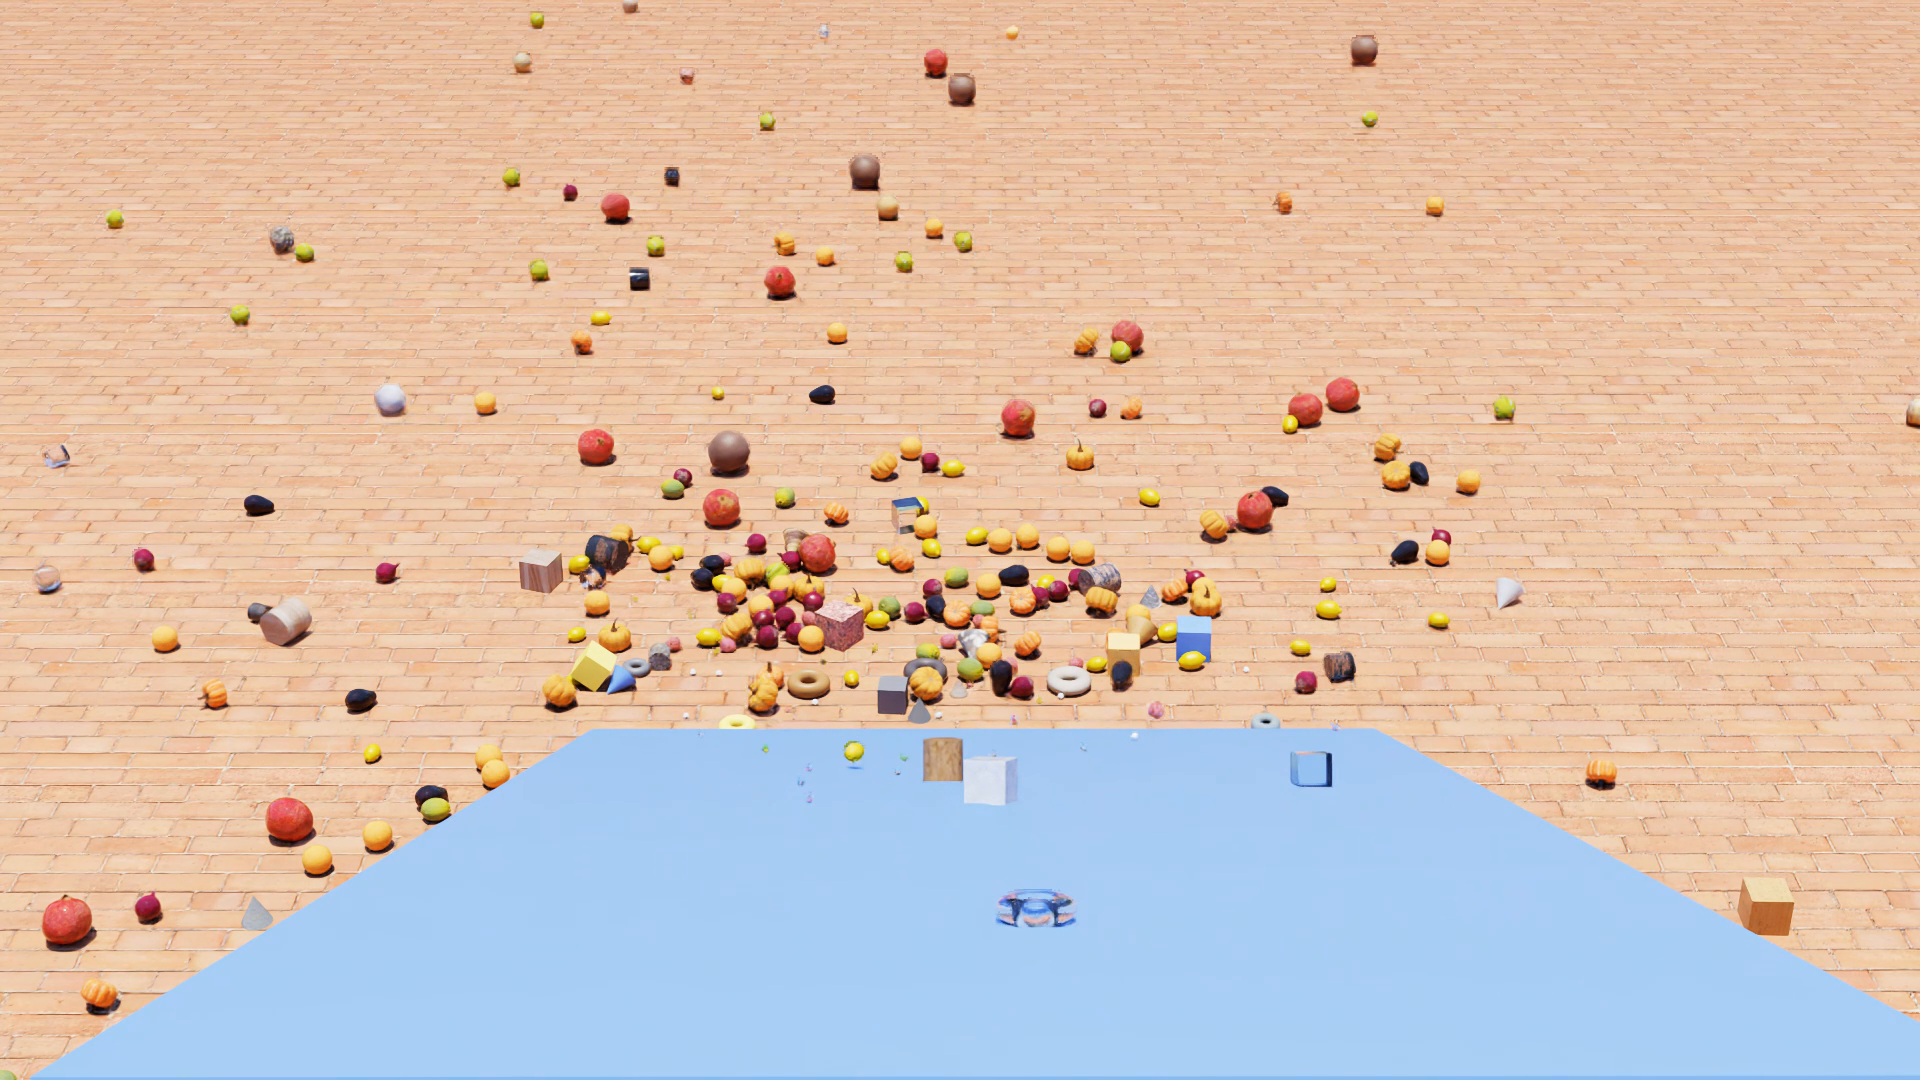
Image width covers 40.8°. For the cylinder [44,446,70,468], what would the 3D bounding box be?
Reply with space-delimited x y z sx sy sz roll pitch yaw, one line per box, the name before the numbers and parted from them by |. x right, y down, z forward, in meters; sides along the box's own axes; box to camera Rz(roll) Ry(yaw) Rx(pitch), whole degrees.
cylinder | -2.852 -0.263 8.154 0.057 0.057 0.057 24 36 38

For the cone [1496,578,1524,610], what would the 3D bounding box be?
cone | 1.548 0.167 7.351 0.085 0.085 0.085 16 58 28

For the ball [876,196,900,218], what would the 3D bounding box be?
ball | -0.282 -1.302 10.105 0.091 0.091 0.091 0 28 0

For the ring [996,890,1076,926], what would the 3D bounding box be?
ring | 0.104 0.507 3.553 0.113 0.038 0.113 -1 2 0

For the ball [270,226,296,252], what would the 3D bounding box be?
ball | -2.570 -1.142 9.797 0.093 0.093 0.093 0 28 0

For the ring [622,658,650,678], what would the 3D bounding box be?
ring | -0.880 0.347 7.021 0.078 0.026 0.078 1 28 -1

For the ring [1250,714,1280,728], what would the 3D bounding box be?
ring | 0.801 0.481 6.765 0.079 0.026 0.079 -1 28 0

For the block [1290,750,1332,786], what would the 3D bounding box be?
block | 0.718 0.467 5.277 0.067 0.067 0.067 0 1 -9

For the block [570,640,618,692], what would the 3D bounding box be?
block | -0.985 0.339 6.941 0.081 0.081 0.081 35 25 -13

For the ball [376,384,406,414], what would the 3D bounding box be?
ball | -1.871 -0.462 8.493 0.096 0.096 0.096 0 28 0

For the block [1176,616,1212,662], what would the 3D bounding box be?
block | 0.642 0.272 7.092 0.092 0.092 0.092 2 28 4

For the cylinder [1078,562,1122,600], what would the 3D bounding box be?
cylinder | 0.400 0.117 7.393 0.090 0.090 0.090 -16 32 -28

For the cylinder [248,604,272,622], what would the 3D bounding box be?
cylinder | -1.966 0.206 7.263 0.052 0.052 0.052 6 27 33

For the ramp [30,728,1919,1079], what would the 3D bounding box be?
ramp | 0.062 0.561 4.599 2.000 0.100 4.000 0 1 0

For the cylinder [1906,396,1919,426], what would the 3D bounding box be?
cylinder | 3.136 -0.415 8.412 0.087 0.087 0.087 16 31 27

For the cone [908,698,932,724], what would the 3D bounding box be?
cone | -0.107 0.441 6.801 0.064 0.064 0.064 0 28 0

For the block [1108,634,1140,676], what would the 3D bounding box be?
block | 0.444 0.313 7.023 0.085 0.085 0.085 1 28 2

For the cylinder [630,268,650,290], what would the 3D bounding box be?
cylinder | -1.173 -0.957 9.465 0.072 0.072 0.072 1 27 -8

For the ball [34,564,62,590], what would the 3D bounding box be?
ball | -2.623 0.108 7.426 0.074 0.074 0.074 0 28 0

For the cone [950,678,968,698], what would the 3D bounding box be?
cone | -0.003 0.390 6.912 0.051 0.051 0.051 0 28 0

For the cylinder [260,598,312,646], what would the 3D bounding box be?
cylinder | -1.872 0.226 7.173 0.099 0.099 0.099 14 31 24

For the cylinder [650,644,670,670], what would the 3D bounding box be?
cylinder | -0.818 0.318 7.042 0.057 0.057 0.057 -4 15 -8

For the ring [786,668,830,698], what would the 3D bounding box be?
ring | -0.406 0.385 6.935 0.117 0.039 0.117 1 29 0

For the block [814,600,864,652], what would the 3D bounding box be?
block | -0.334 0.237 7.156 0.096 0.096 0.096 18 33 31

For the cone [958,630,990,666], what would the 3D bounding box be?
cone | 0.038 0.307 7.080 0.091 0.091 0.091 1 54 2

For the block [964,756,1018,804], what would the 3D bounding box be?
block | 0.060 0.464 4.987 0.083 0.083 0.083 0 1 18

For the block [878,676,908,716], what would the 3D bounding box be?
block | -0.178 0.412 6.846 0.073 0.073 0.073 2 28 5

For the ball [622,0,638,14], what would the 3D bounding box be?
ball | -1.613 -2.618 12.631 0.083 0.083 0.083 0 28 0

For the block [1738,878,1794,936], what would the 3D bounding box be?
block | 1.867 0.849 5.985 0.095 0.095 0.095 1 28 2

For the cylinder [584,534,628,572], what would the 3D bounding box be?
cylinder | -1.031 0.038 7.541 0.092 0.092 0.092 13 30 24

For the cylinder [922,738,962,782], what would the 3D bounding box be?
cylinder | -0.036 0.457 5.382 0.084 0.084 0.084 0 1 0

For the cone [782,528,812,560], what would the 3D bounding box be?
cone | -0.492 0.025 7.622 0.088 0.088 0.088 7 55 12

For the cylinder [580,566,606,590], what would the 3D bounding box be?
cylinder | -1.056 0.111 7.443 0.054 0.054 0.054 18 32 30

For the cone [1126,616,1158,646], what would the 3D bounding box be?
cone | 0.487 0.275 7.140 0.095 0.095 0.095 13 57 24

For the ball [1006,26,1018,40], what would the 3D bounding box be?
ball | 0.249 -2.406 12.249 0.062 0.062 0.062 0 28 0

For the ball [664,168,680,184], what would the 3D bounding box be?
ball | -1.165 -1.472 10.458 0.066 0.066 0.066 0 28 0

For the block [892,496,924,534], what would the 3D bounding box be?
block | -0.157 -0.073 7.768 0.078 0.078 0.078 -9 29 -17

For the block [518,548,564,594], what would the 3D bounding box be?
block | -1.207 0.088 7.446 0.090 0.090 0.090 9 29 17

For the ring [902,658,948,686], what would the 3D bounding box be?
ring | -0.093 0.358 6.985 0.122 0.041 0.122 1 26 0

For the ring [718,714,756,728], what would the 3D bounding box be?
ring | -0.582 0.488 6.744 0.098 0.033 0.098 1 26 0

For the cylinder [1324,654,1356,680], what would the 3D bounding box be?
cylinder | 1.028 0.342 6.988 0.065 0.065 0.065 -6 28 -11

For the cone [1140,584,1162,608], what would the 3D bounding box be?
cone | 0.544 0.152 7.352 0.064 0.064 0.064 0 28 0

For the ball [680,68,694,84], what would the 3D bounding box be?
ball | -1.231 -2.094 11.647 0.066 0.066 0.066 0 28 0

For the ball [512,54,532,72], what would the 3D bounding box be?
ball | -2.000 -2.180 11.793 0.084 0.084 0.084 0 28 0

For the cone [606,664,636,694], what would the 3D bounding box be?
cone | -0.923 0.388 6.932 0.078 0.078 0.078 24 62 38

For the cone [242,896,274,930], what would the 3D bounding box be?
cone | -1.637 0.855 5.997 0.074 0.074 0.074 0 28 0

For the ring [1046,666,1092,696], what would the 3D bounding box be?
ring | 0.293 0.378 6.946 0.122 0.041 0.122 -1 27 0

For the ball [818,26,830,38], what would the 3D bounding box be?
ball | -0.645 -2.418 12.280 0.054 0.054 0.054 0 28 0
